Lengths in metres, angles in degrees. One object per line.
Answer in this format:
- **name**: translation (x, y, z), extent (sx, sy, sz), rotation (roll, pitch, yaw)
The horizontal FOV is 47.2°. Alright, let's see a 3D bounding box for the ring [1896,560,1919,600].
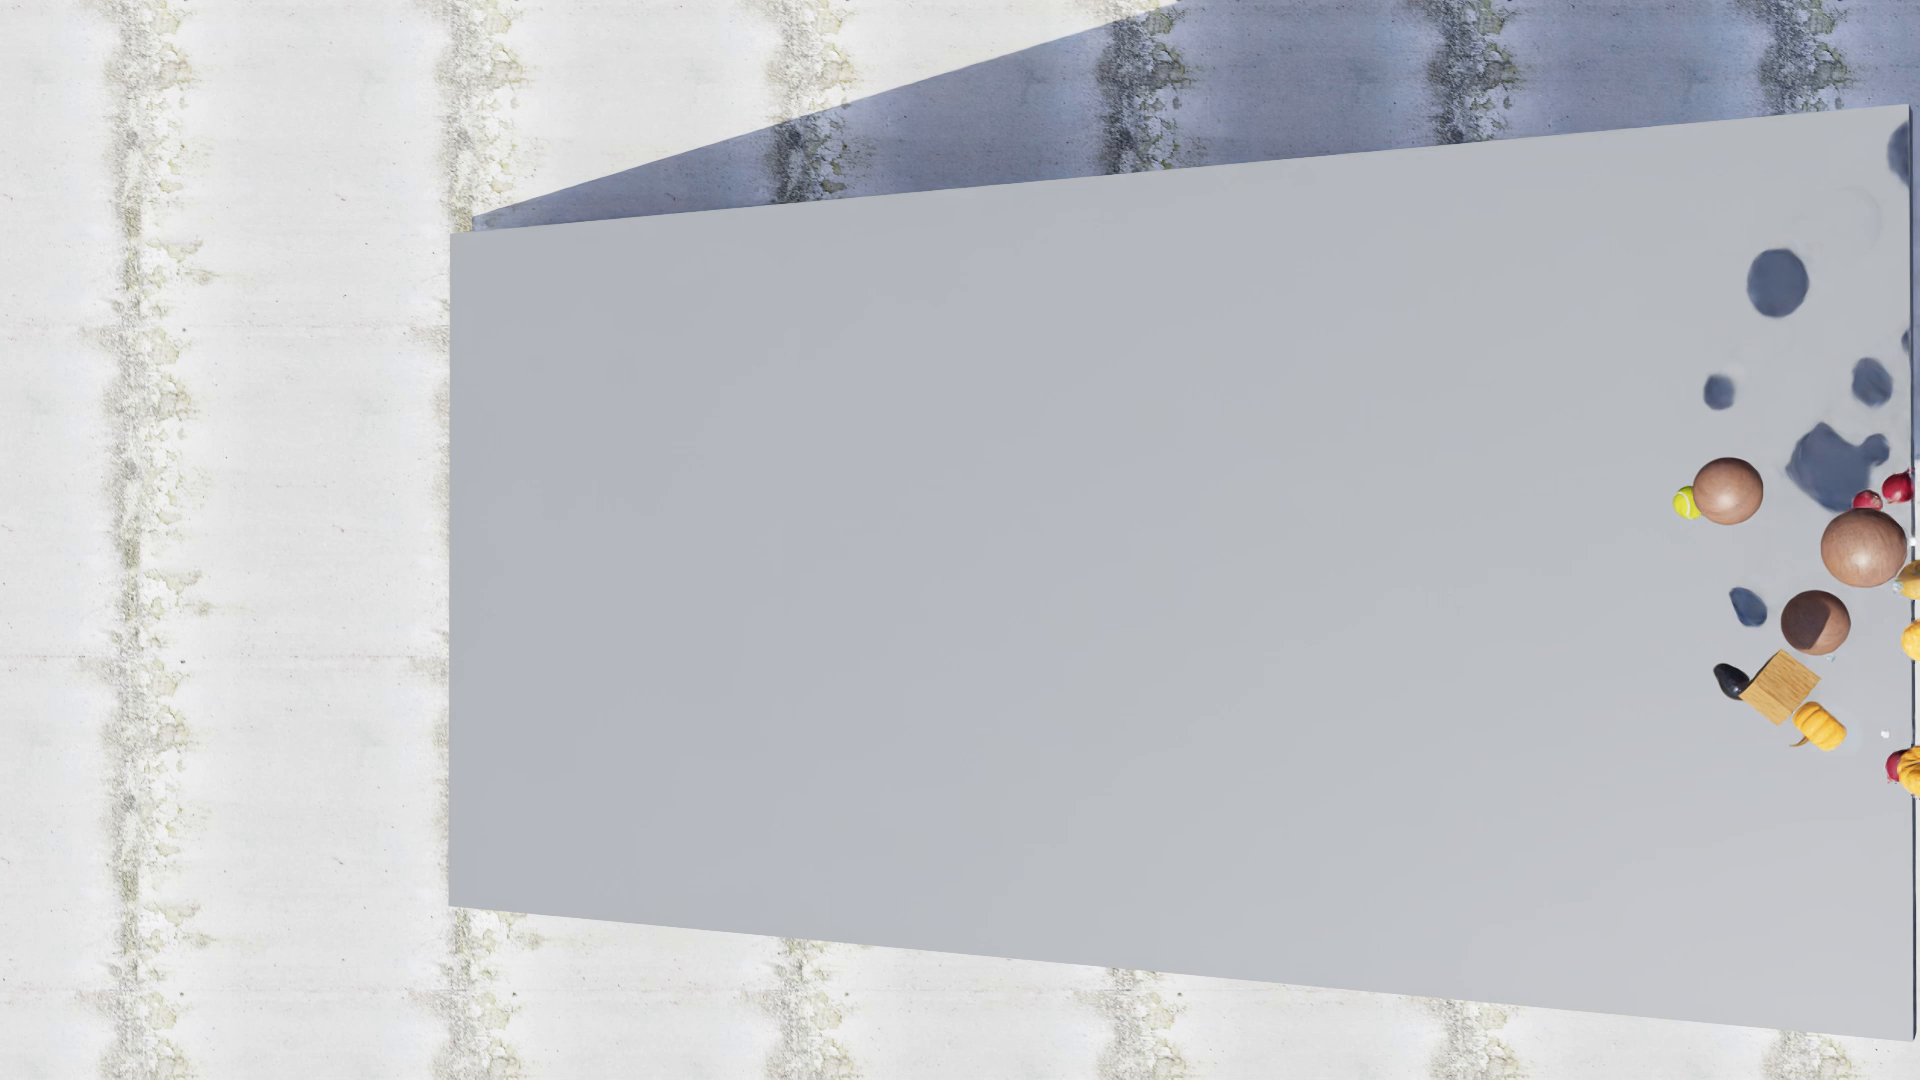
- **ring**: translation (1.895, 0.070, 4.278), extent (0.142, 0.142, 0.047), rotation (-27, 103, 0)

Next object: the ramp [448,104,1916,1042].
- **ramp**: translation (0.277, 0.078, 5.657), extent (4.000, 0.100, 2.000), rotation (0, 89, 28)

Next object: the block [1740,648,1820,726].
- **block**: translation (1.548, 0.279, 4.154), extent (0.090, 0.090, 0.090), rotation (40, 76, 15)
